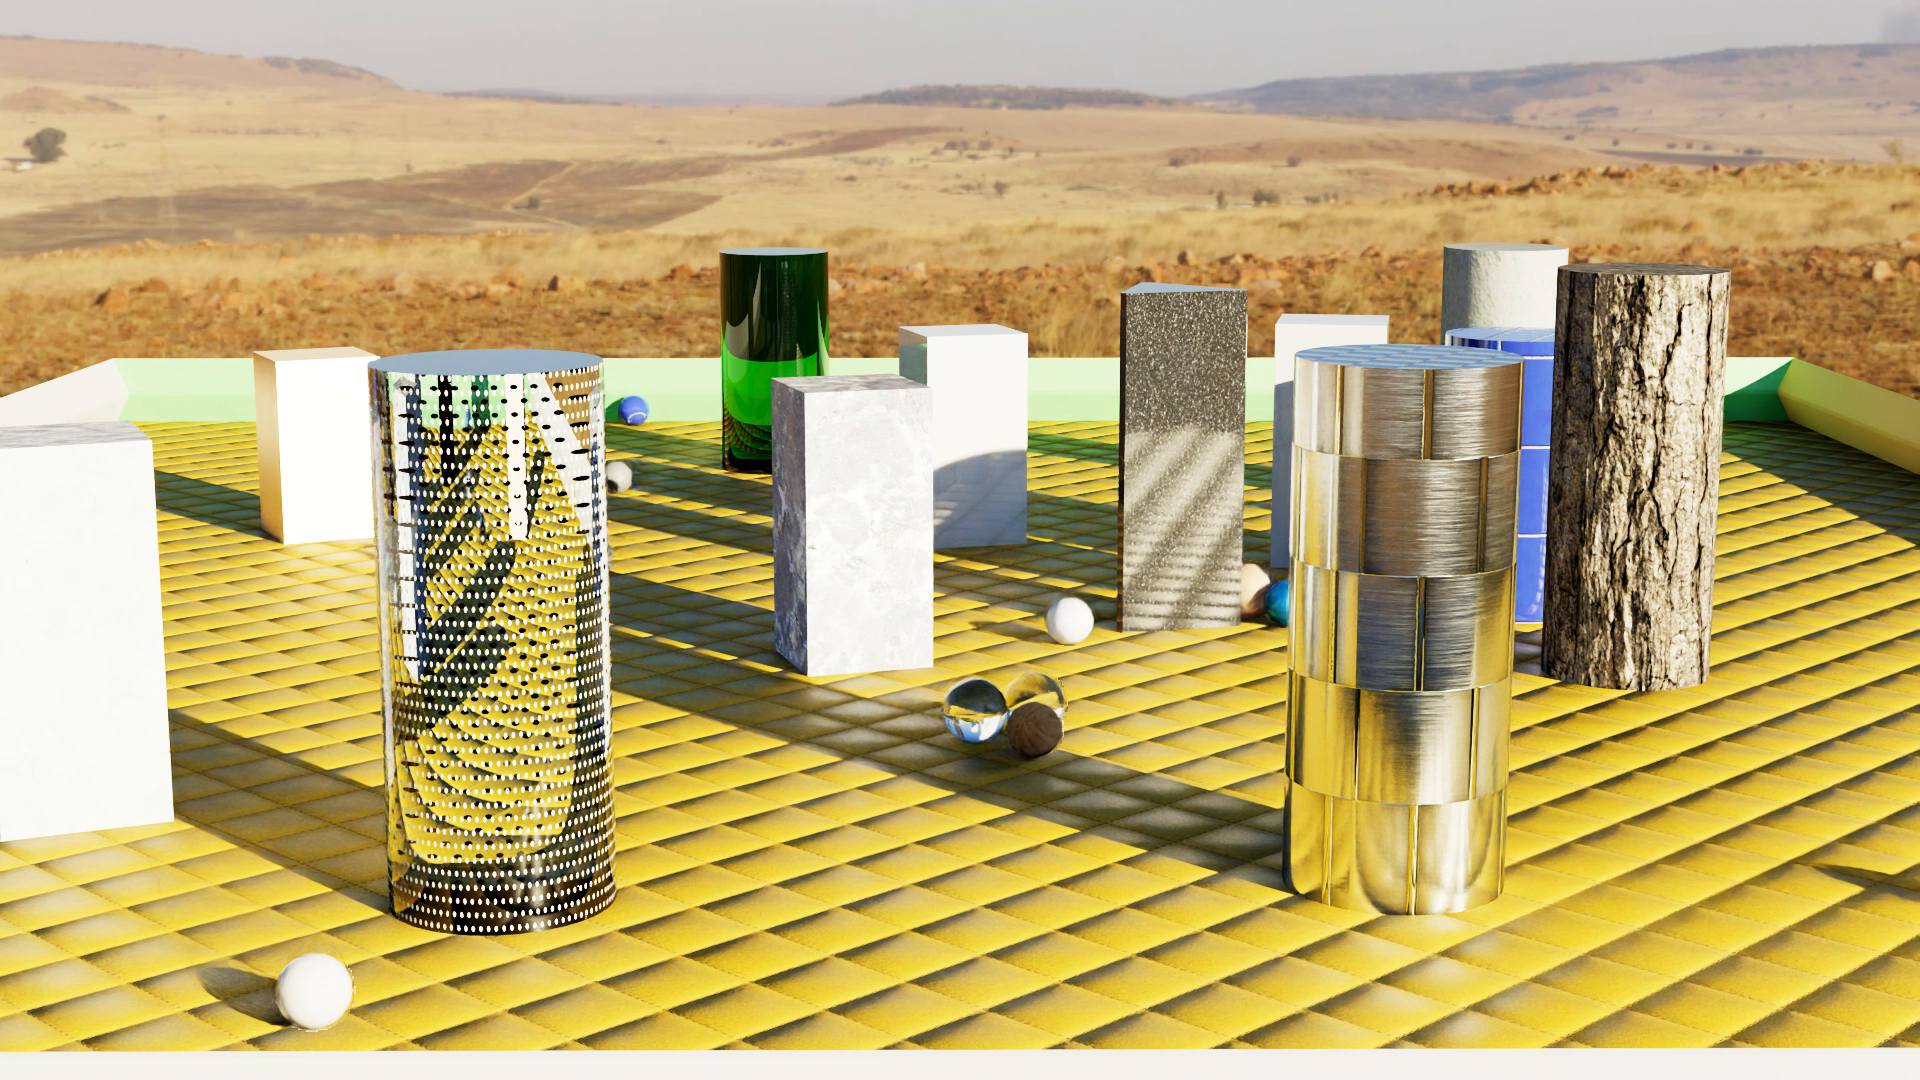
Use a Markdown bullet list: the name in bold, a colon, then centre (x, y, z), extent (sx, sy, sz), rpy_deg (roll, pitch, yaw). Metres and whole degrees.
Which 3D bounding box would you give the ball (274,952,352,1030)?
- **ball**: centre (-0.495, 0.345, 1.964), extent (0.058, 0.058, 0.058), rpy_deg (0, 10, 0)

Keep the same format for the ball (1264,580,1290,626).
- **ball**: centre (0.431, 0.083, 3.370), extent (0.062, 0.062, 0.062), rpy_deg (0, 10, 0)

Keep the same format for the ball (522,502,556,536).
- **ball**: centre (-0.658, -0.032, 4.017), extent (0.052, 0.052, 0.052), rpy_deg (0, 10, 0)

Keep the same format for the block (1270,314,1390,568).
- **block**: centre (0.548, -0.147, 3.799), extent (0.159, 0.358, 0.159), rpy_deg (2, 11, 10)

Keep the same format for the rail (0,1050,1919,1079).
- **rail**: centre (0.011, 0.374, 1.608), extent (3.477, 0.129, 0.045), rpy_deg (0, 10, 0)

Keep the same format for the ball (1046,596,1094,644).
- **ball**: centre (0.139, 0.103, 3.266), extent (0.061, 0.061, 0.061), rpy_deg (0, 10, 0)

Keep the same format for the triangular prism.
- **triangular prism**: centre (0.268, -0.114, 3.390), extent (0.172, 0.441, 0.149), rpy_deg (-3, 11, -16)

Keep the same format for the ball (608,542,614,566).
- **ball**: centre (-0.532, 0.020, 3.736), extent (0.052, 0.052, 0.052), rpy_deg (0, 10, 0)

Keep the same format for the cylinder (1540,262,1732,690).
- **cylinder**: centre (0.809, -0.080, 3.079), extent (0.199, 0.489, 0.199), rpy_deg (0, 10, 0)

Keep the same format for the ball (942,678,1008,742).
- **ball**: centre (0.016, 0.185, 2.794), extent (0.070, 0.070, 0.070), rpy_deg (0, 10, 0)

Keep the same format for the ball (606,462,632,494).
- **ball**: centre (-0.591, -0.107, 4.412), extent (0.057, 0.057, 0.057), rpy_deg (0, 10, 0)

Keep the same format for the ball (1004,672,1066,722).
- **ball**: centre (0.081, 0.180, 2.822), extent (0.070, 0.070, 0.070), rpy_deg (0, 10, 0)

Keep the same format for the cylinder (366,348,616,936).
- **cylinder**: centre (-0.404, 0.083, 2.229), extent (0.199, 0.477, 0.199), rpy_deg (0, 10, 0)

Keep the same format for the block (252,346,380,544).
- **block**: centre (-1.006, -0.151, 4.030), extent (0.159, 0.283, 0.159), rpy_deg (-5, 12, -27)

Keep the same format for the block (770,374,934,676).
- **block**: centre (-0.134, -0.023, 3.165), extent (0.159, 0.344, 0.159), rpy_deg (-4, 11, -18)

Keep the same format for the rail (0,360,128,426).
- **rail**: centre (-1.715, 0.035, 3.439), extent (0.045, 0.129, 3.791), rpy_deg (0, 10, 0)

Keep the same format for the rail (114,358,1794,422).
- **rail**: centre (-0.011, -0.307, 5.289), extent (3.477, 0.129, 0.045), rpy_deg (0, 10, 0)

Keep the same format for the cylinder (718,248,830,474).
- **cylinder**: centre (-0.337, -0.329, 4.682), extent (0.199, 0.395, 0.199), rpy_deg (0, 10, 0)

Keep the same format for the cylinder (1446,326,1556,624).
- **cylinder**: centre (0.749, -0.091, 3.455), extent (0.199, 0.373, 0.199), rpy_deg (0, 10, 0)

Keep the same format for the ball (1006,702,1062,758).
- **ball**: centre (0.079, 0.202, 2.734), extent (0.059, 0.059, 0.059), rpy_deg (0, 10, 0)

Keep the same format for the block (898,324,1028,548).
- **block**: centre (0.004, -0.164, 3.981), extent (0.159, 0.324, 0.159), rpy_deg (-3, 11, -17)

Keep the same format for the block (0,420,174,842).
- **block**: centre (-0.873, 0.083, 2.509), extent (0.159, 0.375, 0.159), rpy_deg (-5, 12, -25)

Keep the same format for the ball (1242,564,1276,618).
- **ball**: centre (0.387, 0.068, 3.419), extent (0.074, 0.074, 0.074), rpy_deg (0, 10, 0)

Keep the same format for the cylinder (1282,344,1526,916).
- **cylinder**: centre (0.392, 0.074, 2.281), extent (0.199, 0.476, 0.199), rpy_deg (0, 10, 0)

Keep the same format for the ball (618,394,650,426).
- **ball**: centre (-0.667, -0.266, 5.253), extent (0.063, 0.063, 0.063), rpy_deg (0, 10, 0)

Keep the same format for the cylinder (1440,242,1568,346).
- **cylinder**: centre (0.886, -0.261, 4.201), extent (0.199, 0.436, 0.199), rpy_deg (0, 10, 0)

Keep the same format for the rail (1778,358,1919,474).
- **rail**: centre (1.715, 0.031, 3.458), extent (0.045, 0.129, 3.791), rpy_deg (0, 10, 0)
